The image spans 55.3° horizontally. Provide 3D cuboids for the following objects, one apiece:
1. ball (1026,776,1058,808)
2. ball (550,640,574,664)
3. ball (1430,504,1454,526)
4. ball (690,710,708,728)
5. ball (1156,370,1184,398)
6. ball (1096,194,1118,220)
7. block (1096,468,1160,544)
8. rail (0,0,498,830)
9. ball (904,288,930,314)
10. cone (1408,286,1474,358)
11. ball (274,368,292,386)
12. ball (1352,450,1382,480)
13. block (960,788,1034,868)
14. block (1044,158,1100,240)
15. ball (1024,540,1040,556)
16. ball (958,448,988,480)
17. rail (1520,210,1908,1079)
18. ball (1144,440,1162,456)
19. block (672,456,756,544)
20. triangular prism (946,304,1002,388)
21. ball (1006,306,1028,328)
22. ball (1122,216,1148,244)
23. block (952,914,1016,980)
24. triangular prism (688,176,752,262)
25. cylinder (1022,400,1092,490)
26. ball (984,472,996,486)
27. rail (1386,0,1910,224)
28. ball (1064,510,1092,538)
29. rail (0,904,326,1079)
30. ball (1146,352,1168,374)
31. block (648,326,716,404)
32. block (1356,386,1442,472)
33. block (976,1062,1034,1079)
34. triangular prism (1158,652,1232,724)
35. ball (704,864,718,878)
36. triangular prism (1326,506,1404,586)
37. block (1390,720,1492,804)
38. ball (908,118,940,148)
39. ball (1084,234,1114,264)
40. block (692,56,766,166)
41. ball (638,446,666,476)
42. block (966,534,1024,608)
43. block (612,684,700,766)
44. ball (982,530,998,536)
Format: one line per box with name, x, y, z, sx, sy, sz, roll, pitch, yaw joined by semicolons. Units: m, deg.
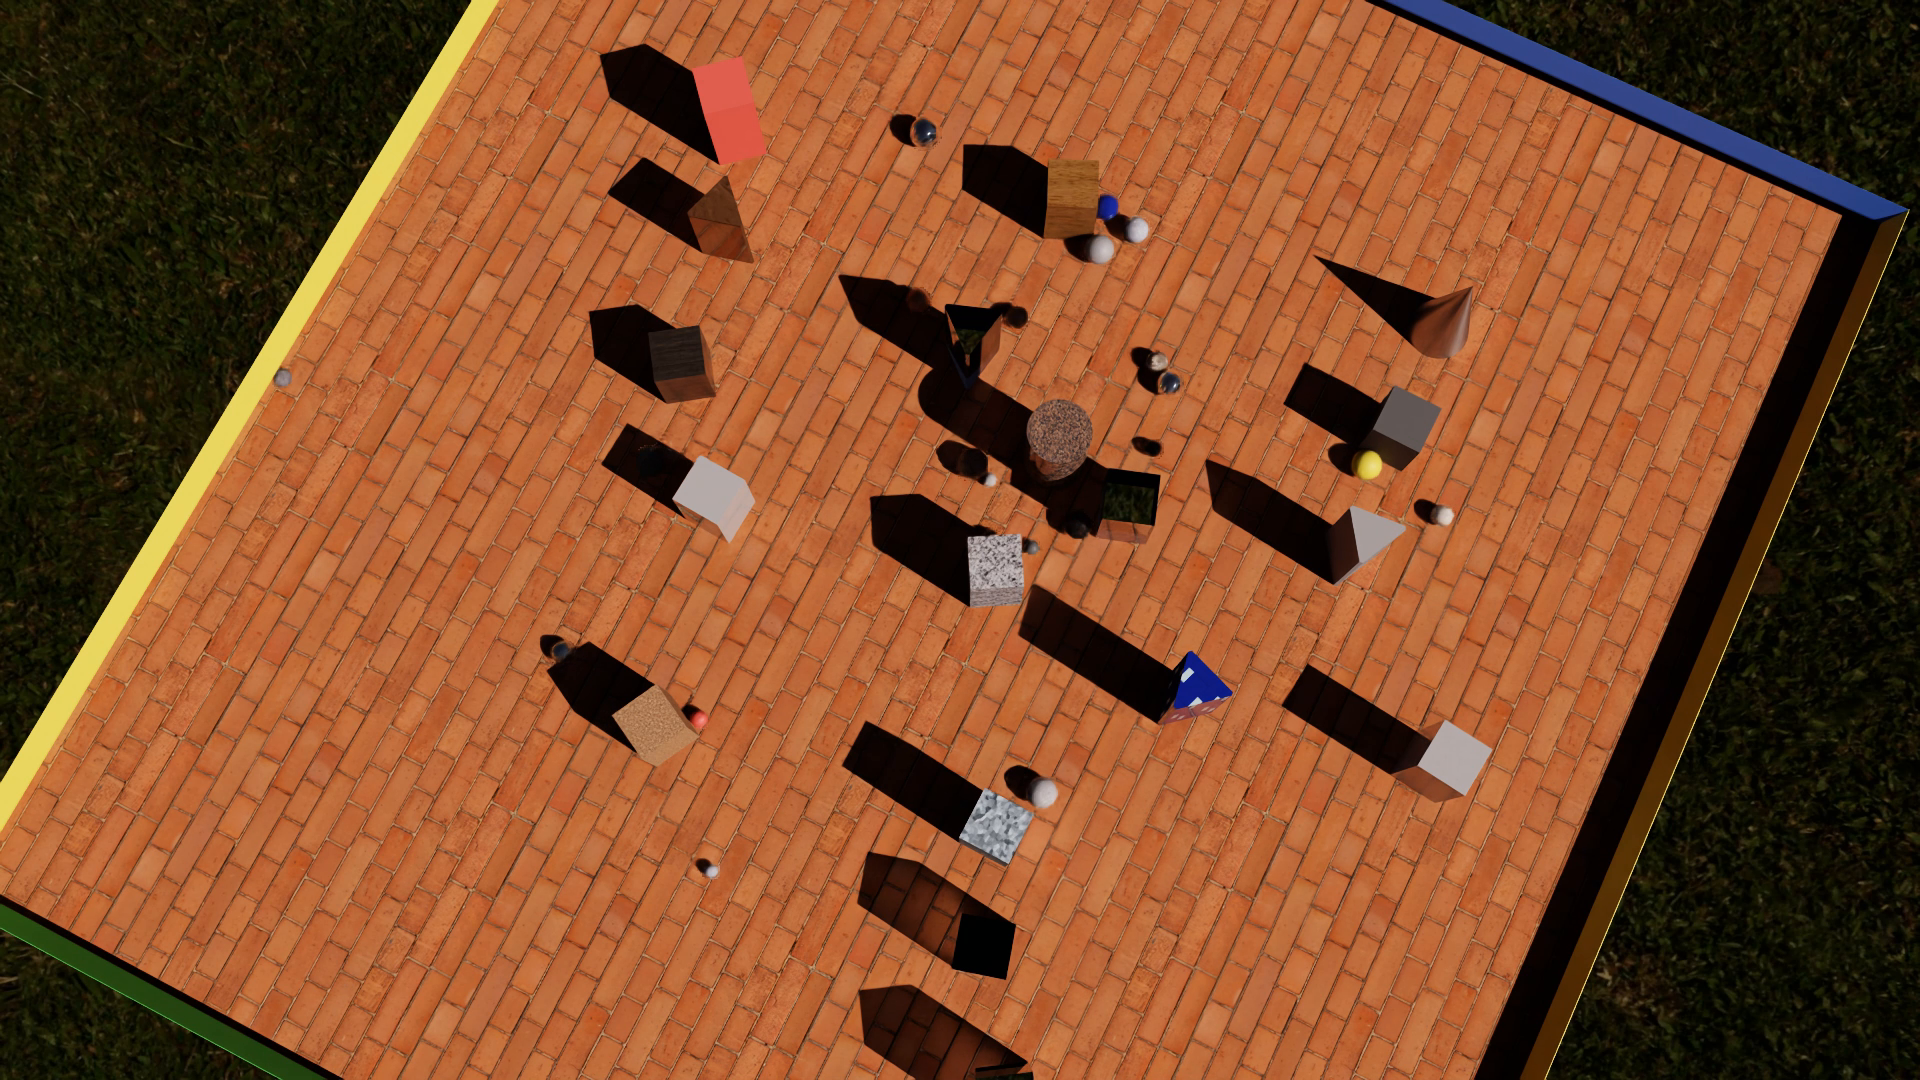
ball;0.241;0.746;5.414;0.094;0.094;0.094;0;78;0
ball;-1.196;0.338;5.511;0.069;0.069;0.069;0;78;0
ball;1.472;-0.074;5.597;0.068;0.068;0.068;0;78;0
ball;-0.780;0.535;5.479;0.053;0.053;0.053;0;78;0
ball;0.649;-0.482;5.673;0.084;0.084;0.084;0;78;0
ball;0.461;-1.050;5.793;0.080;0.080;0.080;0;78;0
block;0.502;-0.099;5.497;0.155;0.273;0.155;8;78;2
rail;-1.925;-0.936;5.745;0.045;0.126;4.509;26;80;5
ball;-0.135;-0.746;5.731;0.078;0.078;0.078;0;78;0
cone;1.500;-0.702;5.555;0.193;0.405;0.193;0;78;0
ball;-2.103;-0.505;5.692;0.057;0.057;0.057;0;78;0
ball;1.247;-0.230;5.617;0.093;0.093;0.093;0;78;0
block;0.102;0.829;5.257;0.155;0.368;0.155;27;80;5
block;0.344;-1.056;5.697;0.155;0.270;0.155;2;78;0
ball;0.220;0.024;5.589;0.044;0.044;0.044;0;78;0
ball;0.039;-0.233;5.615;0.096;0.096;0.096;0;78;0
rail;1.925;0.949;5.355;0.045;0.126;4.509;26;80;5
ball;0.595;-0.283;5.648;0.053;0.053;0.053;0;78;0
block;-0.735;-0.119;5.497;0.155;0.282;0.155;29;80;6
triangular prism;0.015;-0.614;5.562;0.145;0.355;0.167;36;81;7
ball;0.179;-0.697;5.725;0.071;0.071;0.071;0;78;0
ball;0.554;-0.977;5.777;0.082;0.082;0.082;0;78;0
block;0.066;1.157;5.228;0.155;0.292;0.155;11;79;2
triangular prism;-0.720;-0.996;5.659;0.167;0.320;0.145;12;79;2
cylinder;0.290;-0.282;5.501;0.193;0.340;0.193;0;78;0
ball;0.092;-0.185;5.633;0.043;0.043;0.043;0;78;0
rail;0.998;-1.947;5.954;4.353;0.126;0.045;26;80;5
ball;0.360;-0.046;5.583;0.085;0.085;0.085;0;78;0
rail;-0.998;1.961;5.146;4.353;0.126;0.045;26;80;5
ball;0.612;-0.552;5.696;0.068;0.068;0.068;0;78;0
block;-0.848;-0.534;5.603;0.155;0.243;0.155;-9;78;-2
block;1.332;-0.337;5.568;0.155;0.232;0.155;28;80;5
block;0.129;1.558;5.113;0.155;0.354;0.155;-6;78;-1
triangular prism;0.659;0.422;5.308;0.167;0.434;0.145;-13;79;-3
ball;-0.733;0.974;5.394;0.041;0.041;0.041;0;78;0
triangular prism;1.165;-0.003;5.425;0.167;0.376;0.145;-37;81;-7
block;1.392;0.645;5.313;0.155;0.333;0.155;33;80;6
ball;-0.115;-1.297;5.836;0.097;0.097;0.097;0;78;0
ball;0.437;-0.913;5.757;0.094;0.094;0.094;0;78;0
block;-0.713;-1.330;5.699;0.155;0.378;0.155;-15;79;-3
ball;-0.944;-0.243;5.622;0.089;0.089;0.089;0;78;0
block;0.103;0.094;5.438;0.155;0.312;0.155;-3;78;-1
block;-0.888;0.545;5.368;0.155;0.266;0.155;-35;80;-7
ball;0.092;-0.008;5.592;0.051;0.051;0.051;0;78;0
